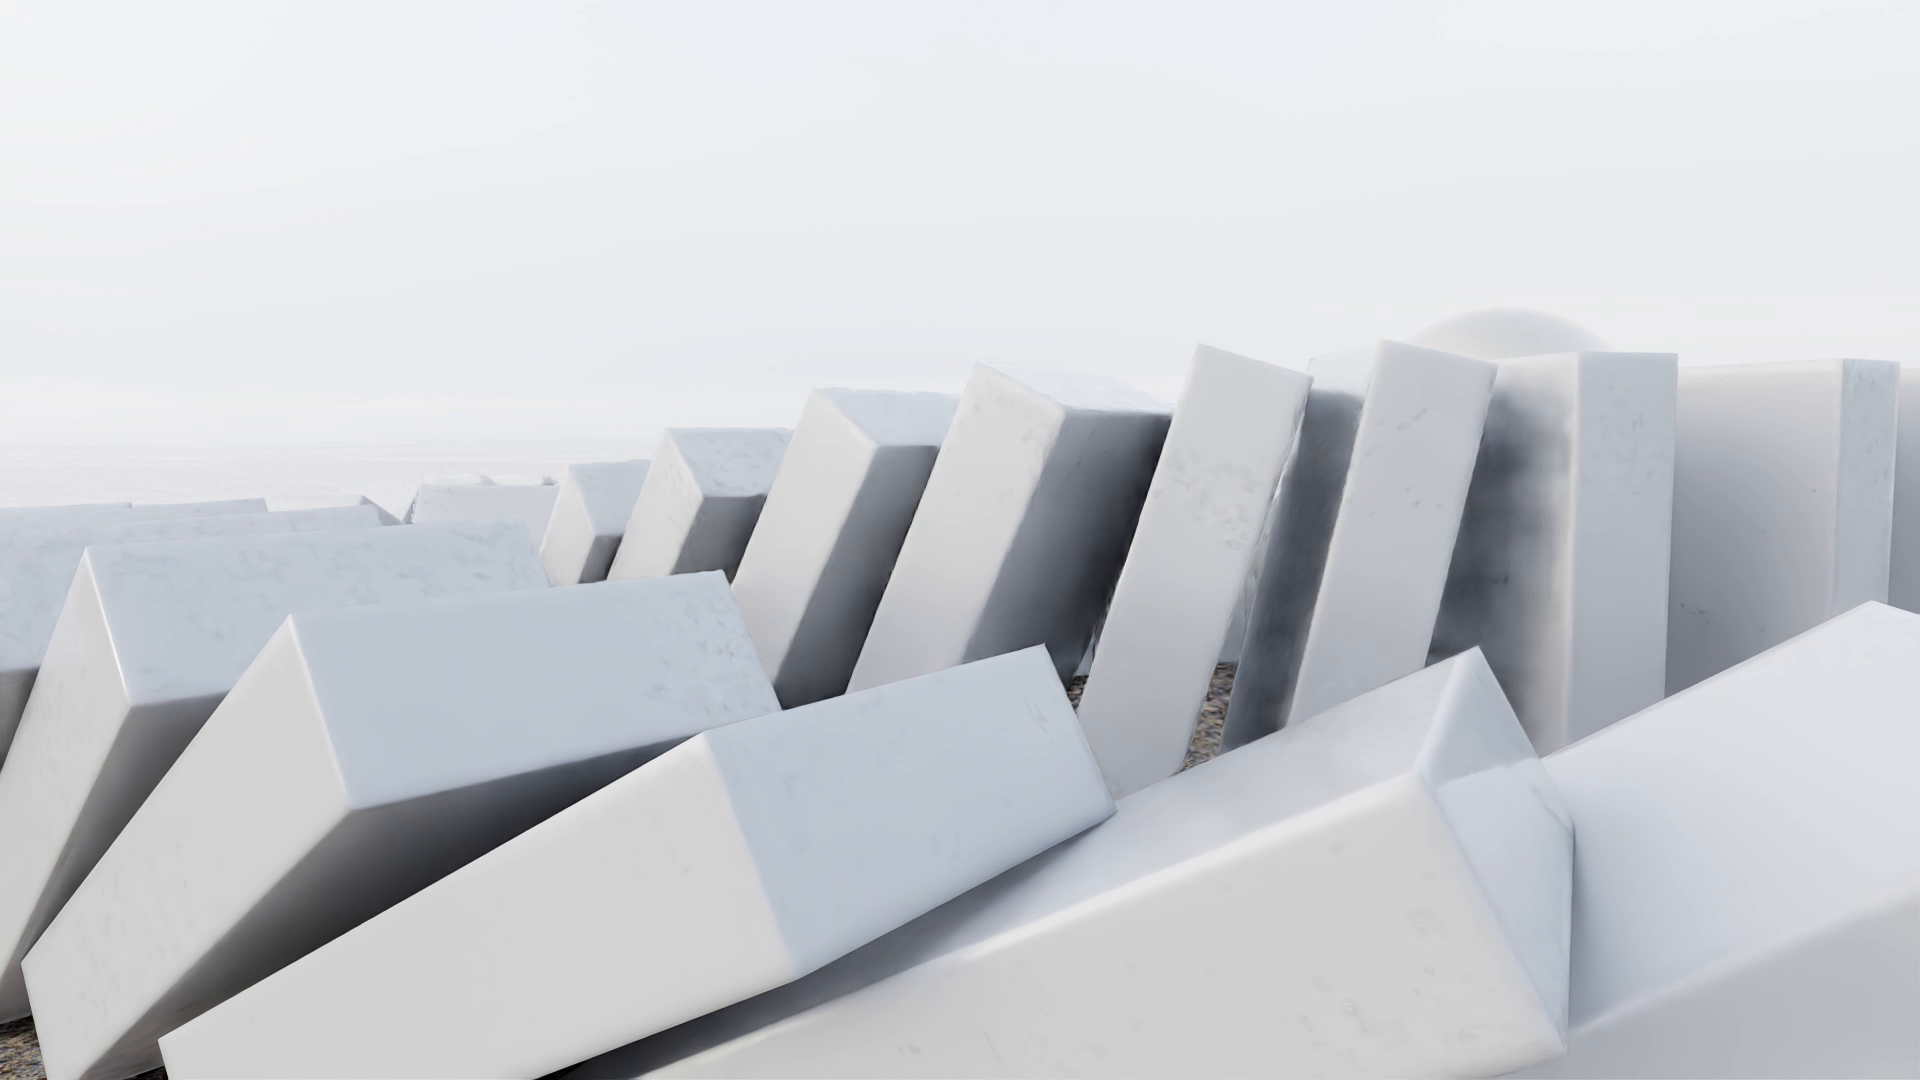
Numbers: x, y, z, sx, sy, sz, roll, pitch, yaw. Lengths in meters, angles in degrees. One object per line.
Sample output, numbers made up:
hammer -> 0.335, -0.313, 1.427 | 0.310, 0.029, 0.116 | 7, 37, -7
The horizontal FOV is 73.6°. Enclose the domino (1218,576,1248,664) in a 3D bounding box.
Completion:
domino -> 0.051, -0.002, 0.259 | 0.010, 0.050, 0.025 | 0, 4, 4

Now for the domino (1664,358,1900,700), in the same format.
domino -> 0.076, 0.008, 0.127 | 0.009, 0.050, 0.025 | -2, 5, -28

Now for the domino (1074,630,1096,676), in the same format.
domino -> 0.013, -0.001, 0.244 | 0.010, 0.050, 0.025 | -4, 6, -41

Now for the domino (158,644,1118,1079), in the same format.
domino -> -0.019, 0.021, 0.070 | 0.050, 0.009, 0.025 | -31, -13, 32

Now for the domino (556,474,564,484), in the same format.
domino -> -0.074, 0.001, 0.312 | 0.025, 0.009, 0.050 | 0, -30, 47

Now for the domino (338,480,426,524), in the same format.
domino -> -0.103, 0.005, 0.268 | 0.025, 0.010, 0.050 | 3, -28, 32

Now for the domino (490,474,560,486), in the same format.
domino -> -0.085, 0.002, 0.299 | 0.025, 0.010, 0.050 | 2, -29, 44

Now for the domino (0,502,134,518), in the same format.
domino -> -0.099, 0.013, 0.142 | 0.025, 0.009, 0.050 | -4, -28, -17

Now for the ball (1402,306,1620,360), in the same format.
ball -> 0.148, -0.024, 0.354 | 0.080, 0.080, 0.080 | 0, 4, 0

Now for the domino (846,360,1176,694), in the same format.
domino -> 0.003, 0.009, 0.120 | 0.010, 0.050, 0.025 | 31, 19, 27

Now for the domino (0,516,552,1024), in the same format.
domino -> -0.050, 0.017, 0.089 | 0.025, 0.010, 0.050 | -7, -28, -49

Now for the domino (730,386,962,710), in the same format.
domino -> -0.011, 0.009, 0.128 | 0.025, 0.050, 0.009 | -5, 39, -49

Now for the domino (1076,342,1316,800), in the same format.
domino -> 0.019, 0.009, 0.117 | 0.009, 0.050, 0.025 | 19, 9, 12

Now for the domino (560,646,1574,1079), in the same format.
domino -> 0.002, 0.022, 0.062 | 0.050, 0.009, 0.025 | -30, -8, 25

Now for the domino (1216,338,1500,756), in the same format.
domino -> 0.034, 0.008, 0.117 | 0.009, 0.050, 0.025 | 12, 5, 2

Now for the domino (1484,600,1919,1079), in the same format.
domino -> 0.027, 0.021, 0.060 | 0.050, 0.010, 0.025 | -30, 1, 12

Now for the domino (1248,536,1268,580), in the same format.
domino -> 0.072, 0.002, 0.311 | 0.050, 0.009, 0.025 | 34, 13, 13

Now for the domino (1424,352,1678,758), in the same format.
domino -> 0.052, 0.009, 0.119 | 0.010, 0.050, 0.025 | -1, 4, -12

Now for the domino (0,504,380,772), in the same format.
domino -> -0.063, 0.016, 0.099 | 0.025, 0.009, 0.050 | -8, -27, -44

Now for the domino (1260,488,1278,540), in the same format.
domino -> 0.090, 0.003, 0.300 | 0.050, 0.009, 0.025 | 32, 13, 13

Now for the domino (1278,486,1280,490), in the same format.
domino -> 0.088, -0.006, 0.351 | 0.009, 0.050, 0.025 | -40, -5, 13

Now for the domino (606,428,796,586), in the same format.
domino -> -0.026, 0.010, 0.139 | 0.025, 0.050, 0.009 | -4, 46, -40

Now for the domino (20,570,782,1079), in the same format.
domino -> -0.036, 0.019, 0.080 | 0.050, 0.009, 0.025 | -37, -19, 35

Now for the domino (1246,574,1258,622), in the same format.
domino -> 0.053, 0.001, 0.317 | 0.050, 0.010, 0.025 | 34, 11, 13

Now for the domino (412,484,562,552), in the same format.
domino -> -0.053, 0.011, 0.170 | 0.025, 0.009, 0.050 | -1, -33, -6

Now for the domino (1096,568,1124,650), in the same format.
domino -> 0.031, -0.002, 0.255 | 0.010, 0.050, 0.025 | -2, 5, -23

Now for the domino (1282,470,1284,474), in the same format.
domino -> 0.070, -0.002, 0.255 | 0.009, 0.050, 0.025 | 1, 5, 18

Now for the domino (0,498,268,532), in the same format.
domino -> -0.076, 0.015, 0.111 | 0.025, 0.009, 0.050 | -8, -27, -39

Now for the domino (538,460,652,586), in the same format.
domino -> -0.038, 0.010, 0.152 | 0.025, 0.010, 0.050 | -6, -35, -36

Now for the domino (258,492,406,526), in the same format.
domino -> -0.109, 0.007, 0.249 | 0.025, 0.009, 0.050 | 2, -26, 22

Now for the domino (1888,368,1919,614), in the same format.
domino -> 0.090, 0.007, 0.139 | 0.025, 0.050, 0.009 | 4, 6, 43

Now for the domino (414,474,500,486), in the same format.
domino -> -0.095, 0.003, 0.283 | 0.025, 0.009, 0.050 | 1, -30, 37

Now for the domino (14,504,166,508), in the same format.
domino -> -0.111, 0.011, 0.182 | 0.025, 0.009, 0.050 | -1, -28, 1
